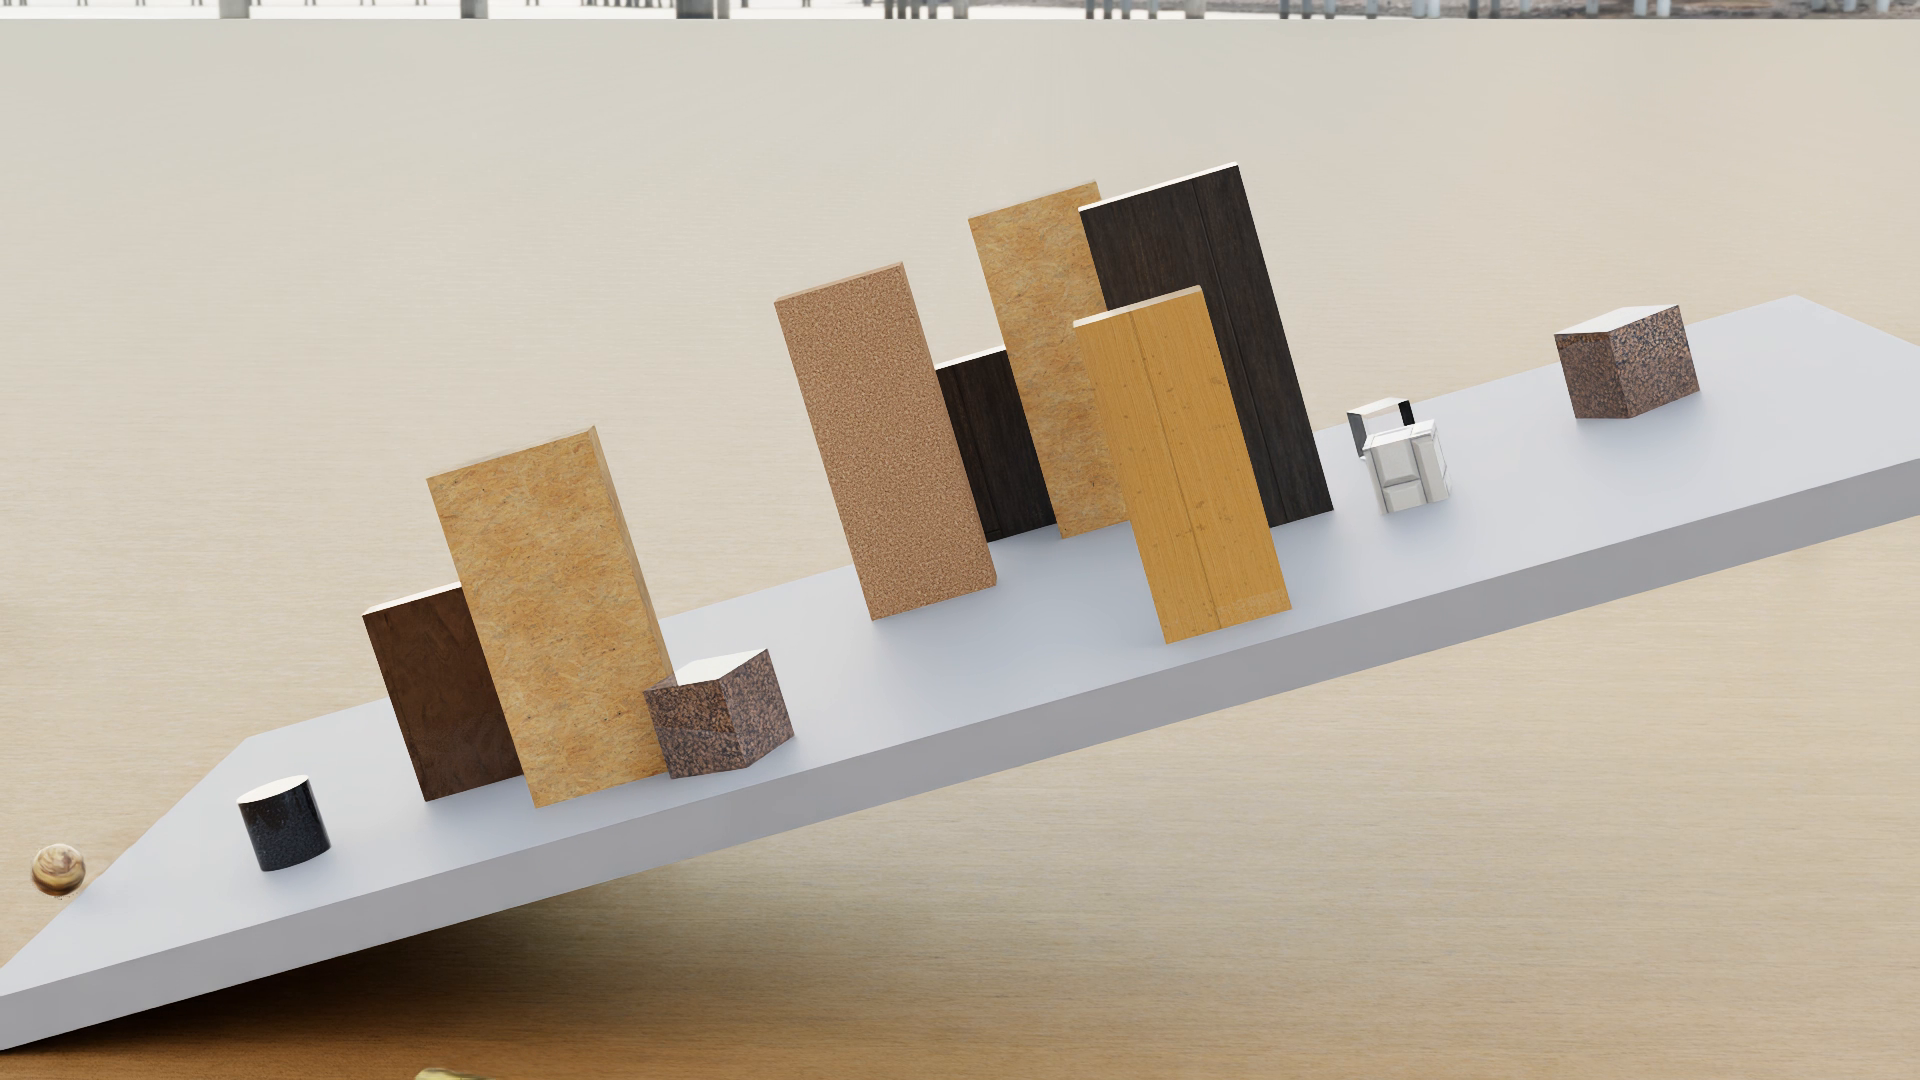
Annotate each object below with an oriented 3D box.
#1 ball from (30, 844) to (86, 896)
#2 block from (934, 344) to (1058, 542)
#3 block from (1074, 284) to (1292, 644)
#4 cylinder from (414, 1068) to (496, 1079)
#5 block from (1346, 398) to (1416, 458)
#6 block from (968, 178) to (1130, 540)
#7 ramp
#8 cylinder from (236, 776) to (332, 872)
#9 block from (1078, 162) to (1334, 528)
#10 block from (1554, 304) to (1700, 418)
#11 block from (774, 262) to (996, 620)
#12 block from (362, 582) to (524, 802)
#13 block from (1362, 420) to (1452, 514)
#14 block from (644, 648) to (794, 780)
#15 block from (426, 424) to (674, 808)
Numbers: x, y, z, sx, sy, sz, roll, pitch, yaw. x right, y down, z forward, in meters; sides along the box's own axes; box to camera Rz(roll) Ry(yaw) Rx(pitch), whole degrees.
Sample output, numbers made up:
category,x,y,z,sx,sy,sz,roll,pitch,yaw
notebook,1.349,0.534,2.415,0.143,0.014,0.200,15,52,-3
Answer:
category,x,y,z,sx,sy,sz,roll,pitch,yaw
ball,-1.907,0.699,6.221,0.111,0.111,0.111,0,11,0
block,0.154,-0.251,7.062,0.316,0.436,0.105,-16,10,5
block,0.415,-0.140,5.476,0.243,0.619,0.100,-16,10,5
cylinder,-0.838,0.987,4.979,0.163,0.163,0.163,5,12,25
block,0.962,-0.253,6.679,0.110,0.110,0.110,-19,10,-13
block,0.274,-0.416,6.791,0.304,0.772,0.094,-16,10,5
ramp,0.091,0.187,6.319,4.000,0.100,2.000,-16,10,5
cylinder,-1.355,0.568,5.900,0.147,0.147,0.147,-16,10,3
block,0.522,-0.385,6.241,0.344,0.759,0.106,-16,10,5
block,1.443,-0.385,6.367,0.194,0.194,0.194,-21,11,-22
block,-0.162,-0.218,6.519,0.288,0.740,0.109,-16,10,5
block,-1.025,0.301,6.054,0.279,0.410,0.082,-16,10,5
block,0.926,-0.152,6.088,0.142,0.142,0.142,-14,10,15
block,-0.460,0.332,5.618,0.179,0.179,0.179,-11,11,31
block,-0.762,0.149,5.674,0.324,0.676,0.090,-16,10,5
